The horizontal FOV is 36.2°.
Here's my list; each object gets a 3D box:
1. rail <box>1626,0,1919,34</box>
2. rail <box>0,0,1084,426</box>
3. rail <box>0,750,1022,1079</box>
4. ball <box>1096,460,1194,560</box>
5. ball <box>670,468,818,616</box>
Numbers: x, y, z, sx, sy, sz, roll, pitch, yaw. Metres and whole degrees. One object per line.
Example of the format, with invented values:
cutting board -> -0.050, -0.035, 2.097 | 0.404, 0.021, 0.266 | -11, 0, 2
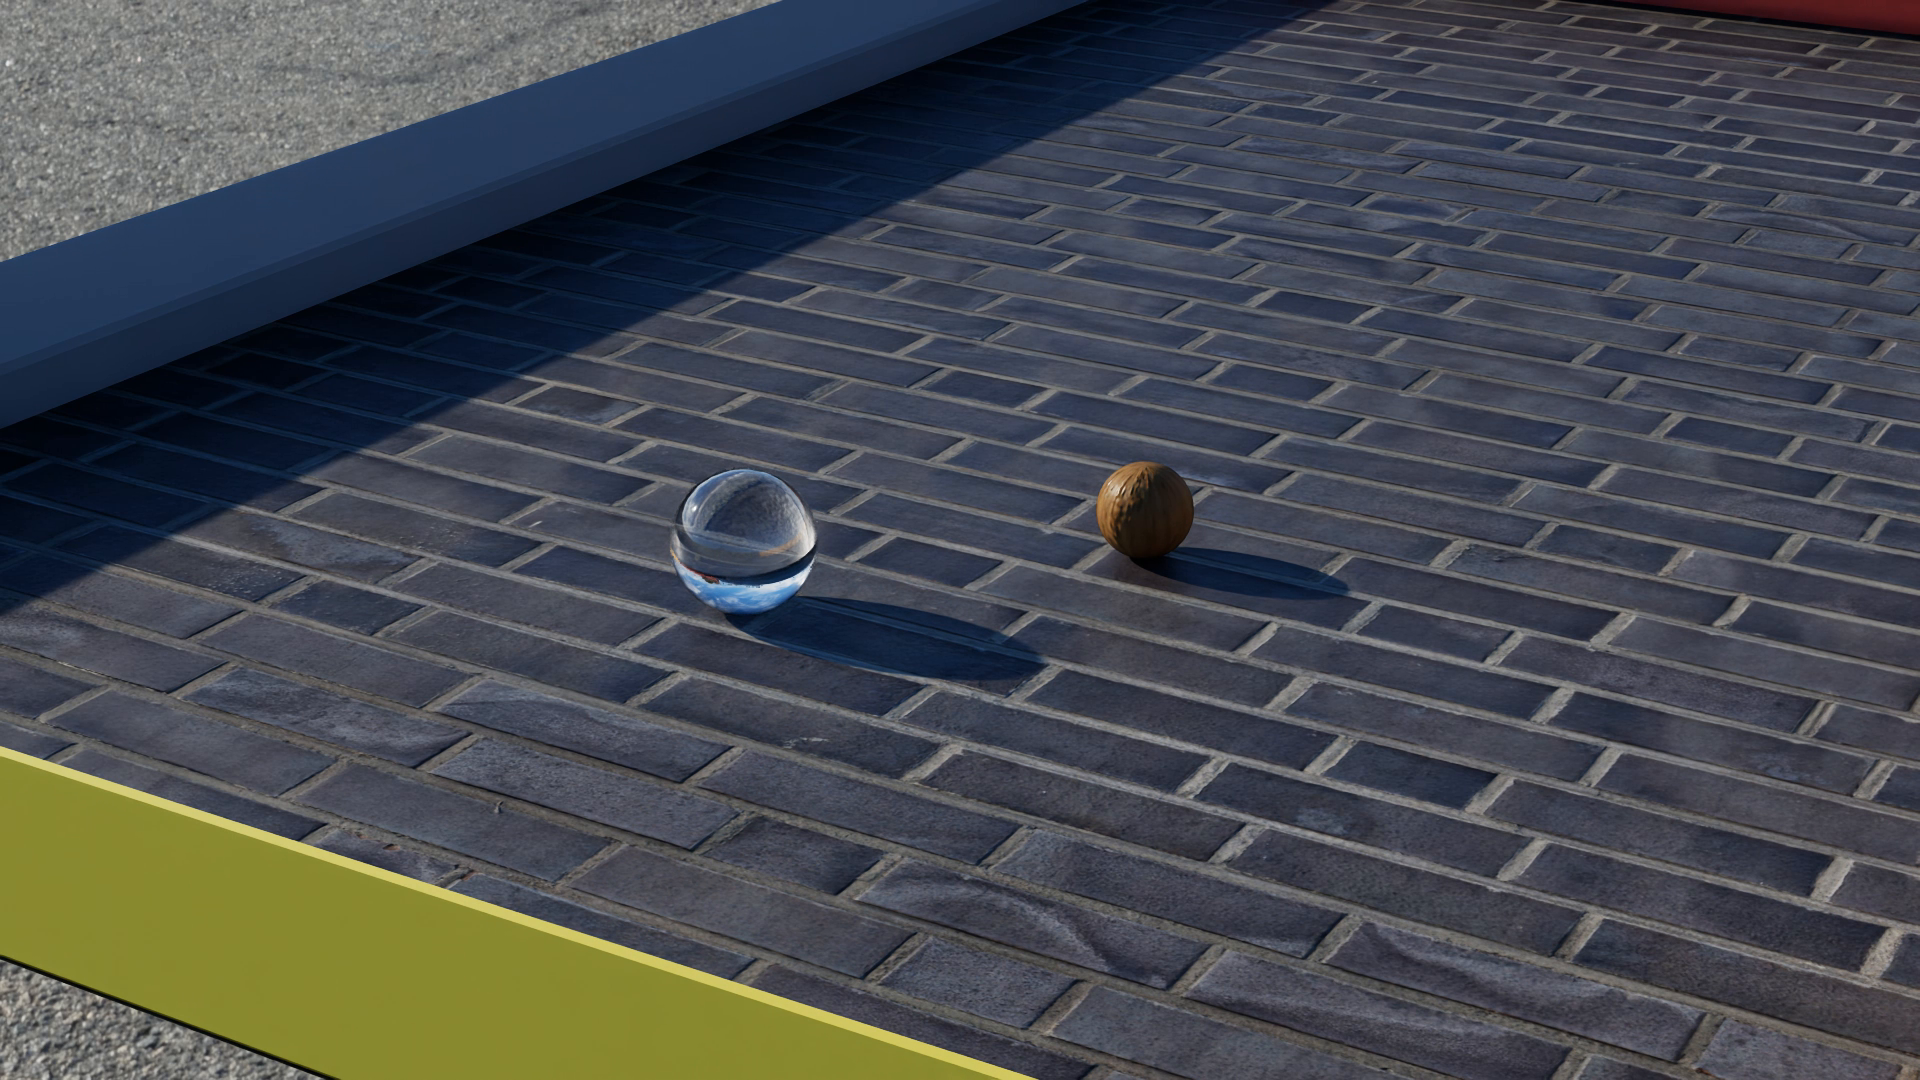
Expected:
rail -> 1.023, -0.695, 3.598 | 1.626, 0.129, 0.045 | 13, 26, 28
rail -> -0.335, -0.405, 2.903 | 0.045, 0.129, 2.723 | 13, 26, 28
rail -> -0.333, 0.193, 1.469 | 1.626, 0.129, 0.045 | 13, 26, 28
ball -> 0.130, -0.021, 2.061 | 0.069, 0.069, 0.069 | 0, 23, 0
ball -> -0.145, 0.001, 1.969 | 0.099, 0.099, 0.099 | 0, 23, 0
